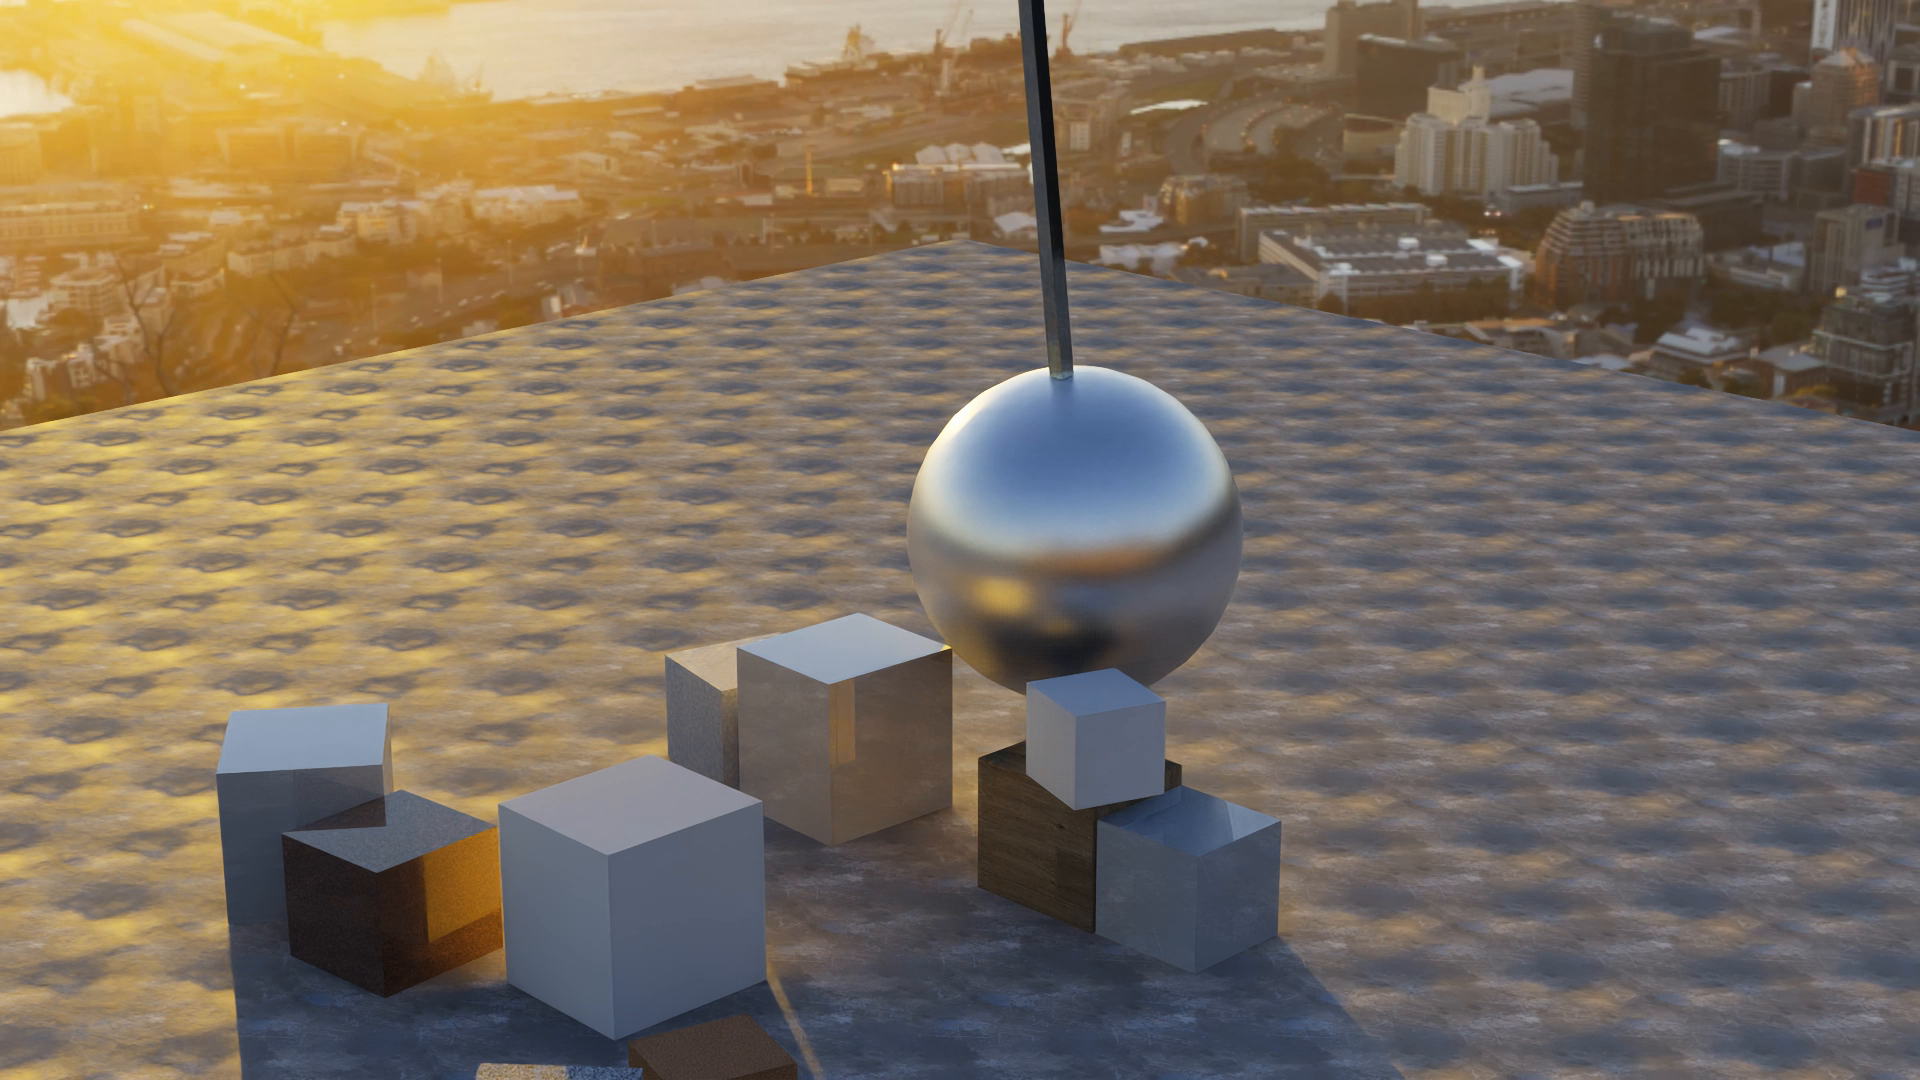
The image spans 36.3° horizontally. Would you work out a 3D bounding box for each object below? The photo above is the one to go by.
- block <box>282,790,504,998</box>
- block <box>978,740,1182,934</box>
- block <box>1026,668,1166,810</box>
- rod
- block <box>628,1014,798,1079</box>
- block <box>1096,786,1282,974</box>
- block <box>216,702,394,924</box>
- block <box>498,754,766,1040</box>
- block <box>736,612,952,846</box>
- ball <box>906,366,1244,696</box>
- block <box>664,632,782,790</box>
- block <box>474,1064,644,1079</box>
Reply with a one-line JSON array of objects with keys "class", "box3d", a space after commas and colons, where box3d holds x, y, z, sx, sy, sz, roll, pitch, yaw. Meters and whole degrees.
[{"class": "block", "box3d": [-2.434, 1.508, 12.598, 0.636, 0.569, 0.650, 14, 22, 38]}, {"class": "block", "box3d": [0.534, 1.289, 13.192, 0.582, 0.630, 0.701, -17, 24, -42]}, {"class": "block", "box3d": [0.589, 0.863, 12.782, 0.440, 0.431, 0.463, -8, 19, -24]}, {"class": "rod", "box3d": [0.236, -3.151, 12.599, 0.080, 5.200, 0.080, 17, 31, 42]}, {"class": "block", "box3d": [-0.923, 2.101, 10.969, 0.489, 0.414, 0.455, -9, 20, -27]}, {"class": "block", "box3d": [0.992, 1.469, 12.770, 0.557, 0.540, 0.571, -17, 24, -42]}, {"class": "block", "box3d": [-2.938, 1.225, 13.254, 0.710, 0.715, 0.776, -3, 18, -8]}, {"class": "block", "box3d": [-1.367, 1.477, 12.286, 0.807, 0.815, 0.744, -16, 24, -41]}, {"class": "block", "box3d": [-0.552, 0.900, 14.128, 0.764, 0.811, 0.694, -15, 23, -40]}, {"class": "ball", "box3d": [0.544, -0.027, 13.904, 1.600, 1.600, 1.600, 0, 17, 0]}, {"class": "block", "box3d": [-1.040, 0.860, 14.706, 0.657, 0.541, 0.618, -10, 20, -30]}, {"class": "block", "box3d": [-1.446, 2.226, 10.348, 0.587, 0.547, 0.533, 1, 17, 4]}]
